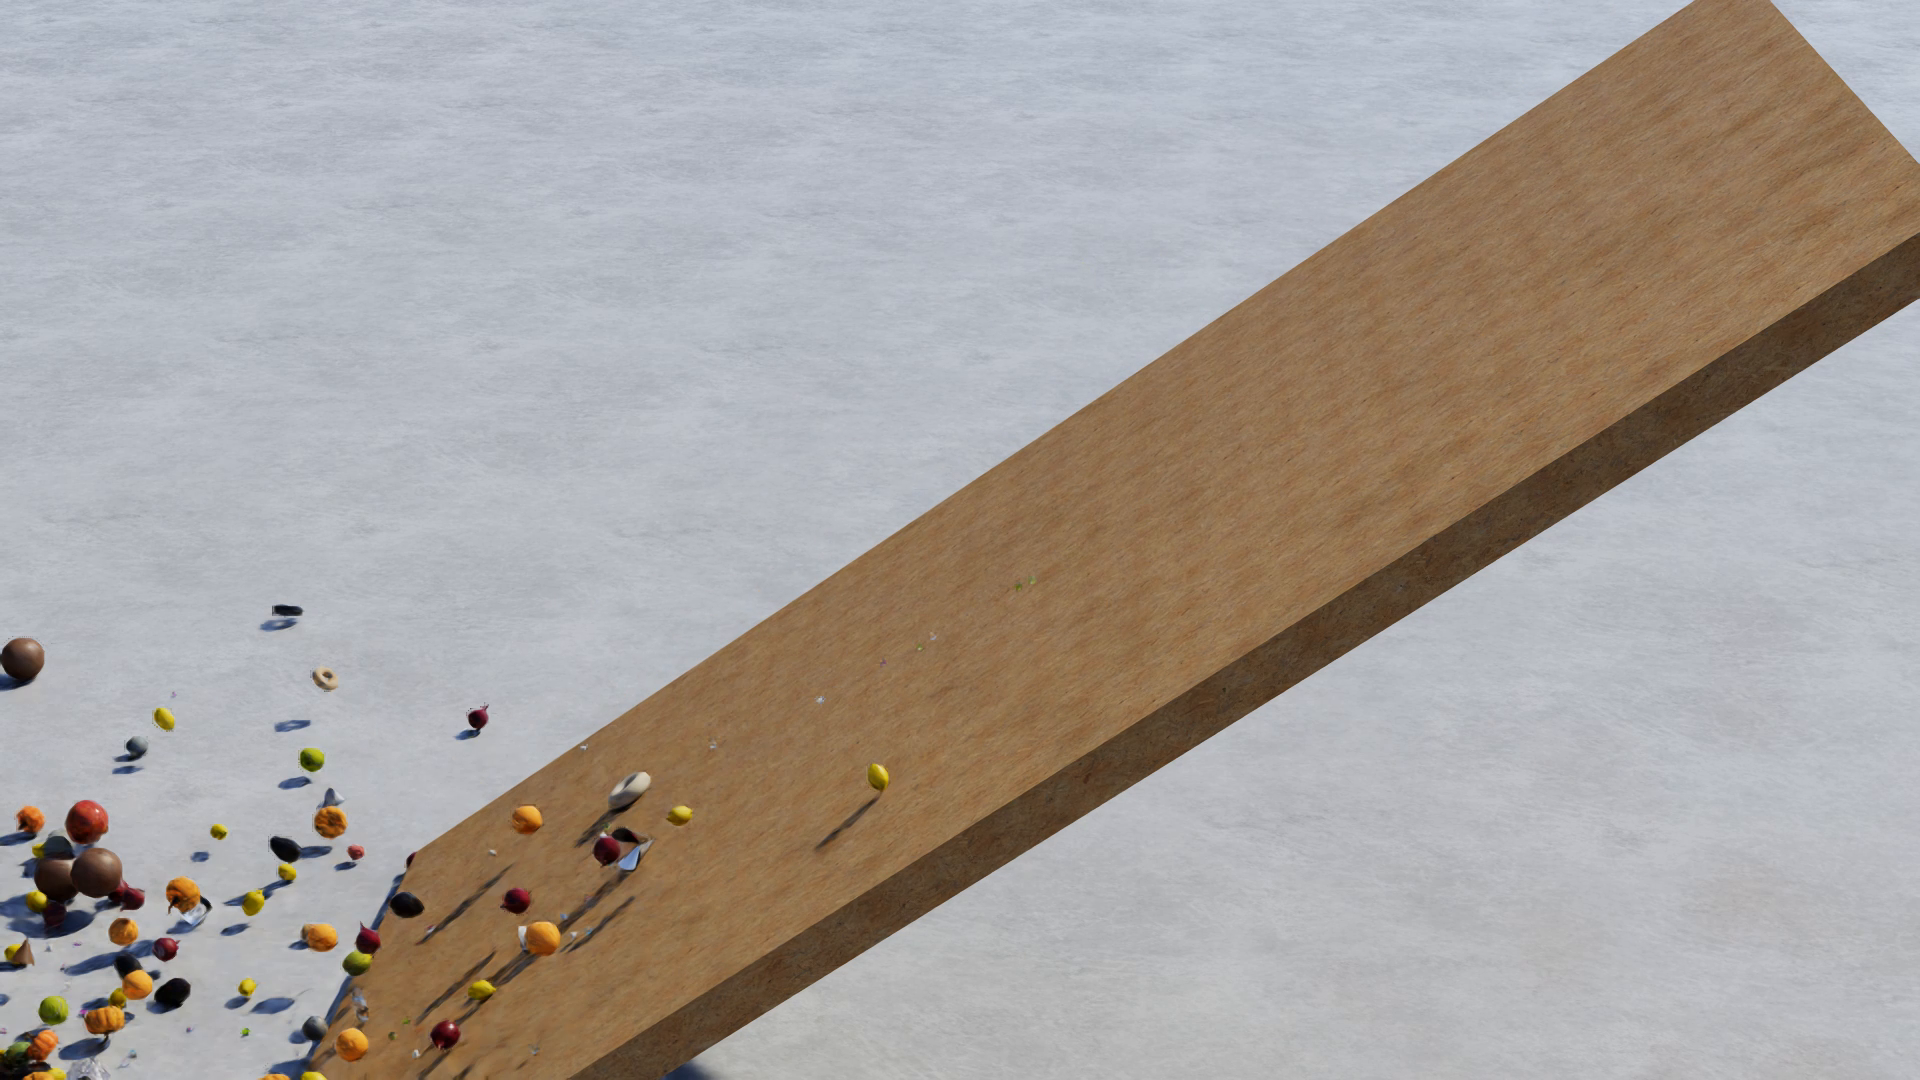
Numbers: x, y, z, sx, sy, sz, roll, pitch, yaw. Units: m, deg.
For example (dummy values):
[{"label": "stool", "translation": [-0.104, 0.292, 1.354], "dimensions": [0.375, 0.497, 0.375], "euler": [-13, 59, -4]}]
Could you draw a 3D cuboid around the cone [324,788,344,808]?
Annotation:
[{"label": "cone", "translation": [-1.736, 0.722, 8.205], "dimensions": [0.054, 0.054, 0.054], "euler": [16, 6, -44]}]

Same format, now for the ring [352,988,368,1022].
[{"label": "ring", "translation": [-1.386, 1.075, 6.794], "dimensions": [0.026, 0.079, 0.079], "euler": [-14, 25, -16]}]

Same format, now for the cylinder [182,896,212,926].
[{"label": "cylinder", "translation": [-1.965, 0.954, 7.571], "dimensions": [0.055, 0.055, 0.055], "euler": [12, 41, 27]}]

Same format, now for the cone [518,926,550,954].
[{"label": "cone", "translation": [-0.930, 0.871, 6.456], "dimensions": [0.063, 0.063, 0.063], "euler": [-10, 23, -1]}]

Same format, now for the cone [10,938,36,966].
[{"label": "cone", "translation": [-2.301, 1.010, 7.237], "dimensions": [0.064, 0.064, 0.064], "euler": [8, -11, 2]}]

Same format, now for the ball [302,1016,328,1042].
[{"label": "ball", "translation": [-1.515, 1.148, 6.911], "dimensions": [0.058, 0.058, 0.058], "euler": [0, 22, 0]}]

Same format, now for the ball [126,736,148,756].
[{"label": "ball", "translation": [-2.370, 0.593, 8.477], "dimensions": [0.060, 0.060, 0.060], "euler": [0, 22, 0]}]

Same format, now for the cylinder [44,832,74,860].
[{"label": "cylinder", "translation": [-2.407, 0.817, 7.860], "dimensions": [0.074, 0.074, 0.074], "euler": [-9, -4, -20]}]

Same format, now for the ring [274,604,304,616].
[{"label": "ring", "translation": [-2.137, 0.224, 9.362], "dimensions": [0.094, 0.031, 0.094], "euler": [5, -5, 0]}]

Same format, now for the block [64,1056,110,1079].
[{"label": "block", "translation": [-2.023, 1.248, 6.813], "dimensions": [0.065, 0.065, 0.065], "euler": [-17, 31, 13]}]

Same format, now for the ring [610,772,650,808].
[{"label": "ring", "translation": [-0.776, 0.586, 6.910], "dimensions": [0.113, 0.038, 0.113], "euler": [-34, 15, 10]}]

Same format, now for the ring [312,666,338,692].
[{"label": "ring", "translation": [-1.873, 0.410, 8.688], "dimensions": [0.084, 0.028, 0.084], "euler": [32, 29, -21]}]

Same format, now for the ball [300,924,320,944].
[{"label": "ball", "translation": [-1.653, 1.001, 7.482], "dimensions": [0.051, 0.051, 0.051], "euler": [0, 22, 0]}]

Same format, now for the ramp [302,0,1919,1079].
[{"label": "ramp", "translation": [0.132, 0.177, 6.315], "dimensions": [4.000, 0.100, 2.000], "euler": [-33, 16, 16]}]

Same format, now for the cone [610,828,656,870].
[{"label": "cone", "translation": [-0.706, 0.671, 6.500], "dimensions": [0.096, 0.096, 0.096], "euler": [17, 19, 35]}]
